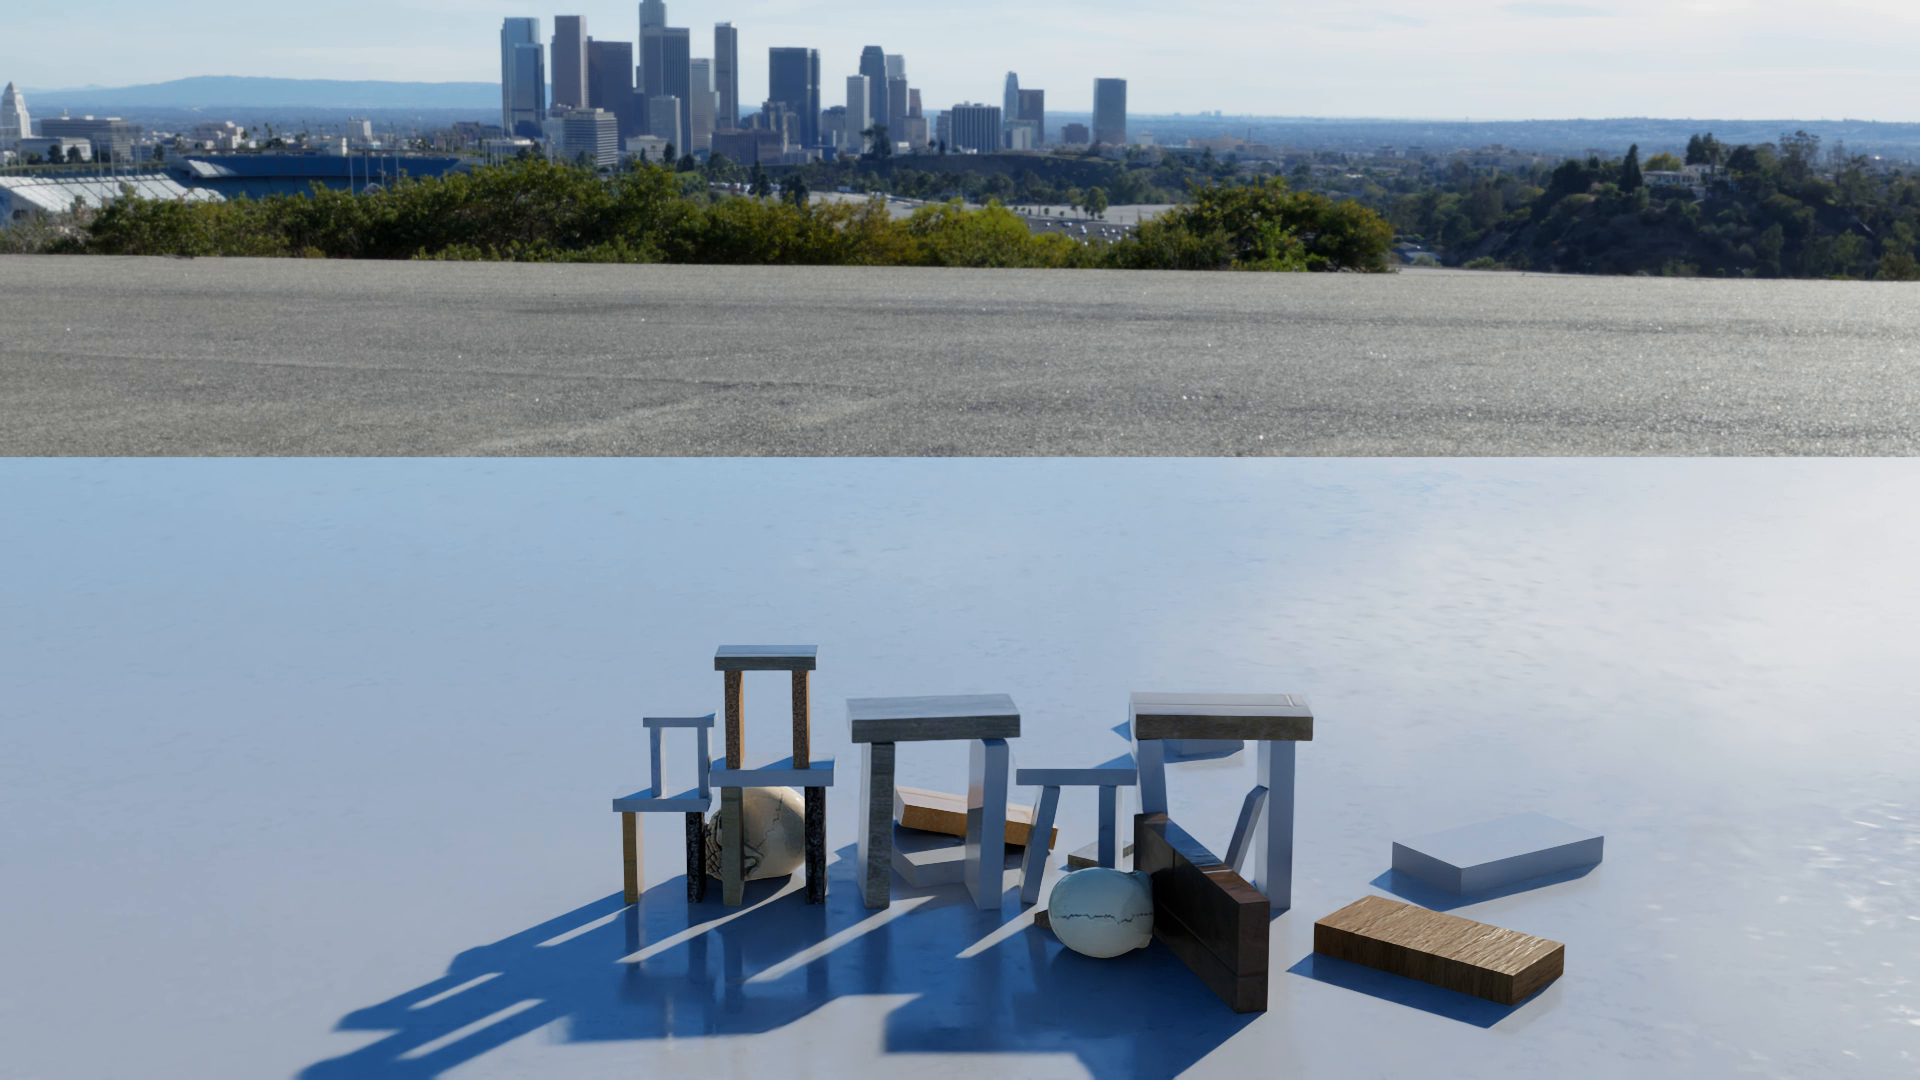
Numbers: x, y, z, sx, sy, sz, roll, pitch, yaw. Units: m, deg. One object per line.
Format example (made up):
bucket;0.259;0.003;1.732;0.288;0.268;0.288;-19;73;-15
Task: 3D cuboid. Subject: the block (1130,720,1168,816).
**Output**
block;0.318;0.448;3.643;0.040;0.285;0.143;-5;11;0

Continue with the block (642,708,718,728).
block;-0.460;0.292;3.617;0.116;0.016;0.058;0;11;0

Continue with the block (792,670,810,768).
block;-0.261;0.284;3.608;0.023;0.164;0.082;0;11;-1

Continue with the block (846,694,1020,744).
block;-0.046;0.294;3.639;0.275;0.039;0.138;-1;11;-7

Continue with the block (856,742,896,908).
block;-0.140;0.454;3.642;0.039;0.275;0.138;1;10;-9

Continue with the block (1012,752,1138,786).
block;0.189;0.378;3.641;0.198;0.028;0.099;0;11;-2

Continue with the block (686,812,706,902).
block;-0.438;0.514;3.651;0.022;0.156;0.078;0;11;0

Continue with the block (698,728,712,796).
block;-0.421;0.358;3.629;0.016;0.116;0.058;0;11;0

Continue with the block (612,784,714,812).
block;-0.490;0.427;3.634;0.156;0.022;0.078;0;11;0

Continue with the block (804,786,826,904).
block;-0.239;0.491;3.648;0.029;0.202;0.101;0;11;0

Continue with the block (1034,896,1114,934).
block;0.185;0.604;3.547;0.122;0.017;0.061;-10;14;-43

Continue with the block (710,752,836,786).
block;-0.307;0.378;3.626;0.202;0.029;0.101;0;11;-1

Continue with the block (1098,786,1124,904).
block;0.250;0.492;3.653;0.028;0.198;0.099;2;11;12

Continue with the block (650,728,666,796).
block;-0.498;0.358;3.629;0.016;0.116;0.058;0;11;0

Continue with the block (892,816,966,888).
block;-0.061;0.537;3.844;0.139;0.039;0.278;-4;11;-21

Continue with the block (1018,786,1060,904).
block;0.131;0.492;3.650;0.028;0.198;0.099;11;10;-2

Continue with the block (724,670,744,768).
block;-0.370;0.284;3.606;0.023;0.164;0.082;0;11;-1

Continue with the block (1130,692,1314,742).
block;0.426;0.289;3.610;0.285;0.040;0.143;1;11;1

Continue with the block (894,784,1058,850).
block;0.022;0.492;3.910;0.278;0.039;0.139;11;6;-12

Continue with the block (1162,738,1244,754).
block;0.475;0.390;4.637;0.139;0.039;0.278;-4;11;-18

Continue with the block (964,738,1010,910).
block;0.043;0.455;3.636;0.039;0.275;0.138;1;10;-10

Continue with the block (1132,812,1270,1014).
block;0.363;0.562;3.363;0.047;0.167;0.434;-3;11;-15

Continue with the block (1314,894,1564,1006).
block;0.729;0.623;3.361;0.335;0.047;0.167;9;14;40

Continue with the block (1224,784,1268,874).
block;0.453;0.502;3.576;0.017;0.211;0.061;23;19;21

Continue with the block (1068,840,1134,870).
block;0.248;0.548;3.847;0.061;0.017;0.122;8;13;35

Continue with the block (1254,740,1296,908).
block;0.521;0.450;3.642;0.040;0.285;0.143;0;11;0

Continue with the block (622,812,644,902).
block;-0.542;0.514;3.651;0.022;0.156;0.078;0;11;0

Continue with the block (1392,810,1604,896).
block;0.932;0.540;3.810;0.335;0.047;0.167;-6;12;-31

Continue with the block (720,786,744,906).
block;-0.376;0.492;3.643;0.029;0.202;0.101;0;11;-2

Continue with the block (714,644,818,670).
block;-0.315;0.192;3.590;0.164;0.023;0.082;0;11;-1
